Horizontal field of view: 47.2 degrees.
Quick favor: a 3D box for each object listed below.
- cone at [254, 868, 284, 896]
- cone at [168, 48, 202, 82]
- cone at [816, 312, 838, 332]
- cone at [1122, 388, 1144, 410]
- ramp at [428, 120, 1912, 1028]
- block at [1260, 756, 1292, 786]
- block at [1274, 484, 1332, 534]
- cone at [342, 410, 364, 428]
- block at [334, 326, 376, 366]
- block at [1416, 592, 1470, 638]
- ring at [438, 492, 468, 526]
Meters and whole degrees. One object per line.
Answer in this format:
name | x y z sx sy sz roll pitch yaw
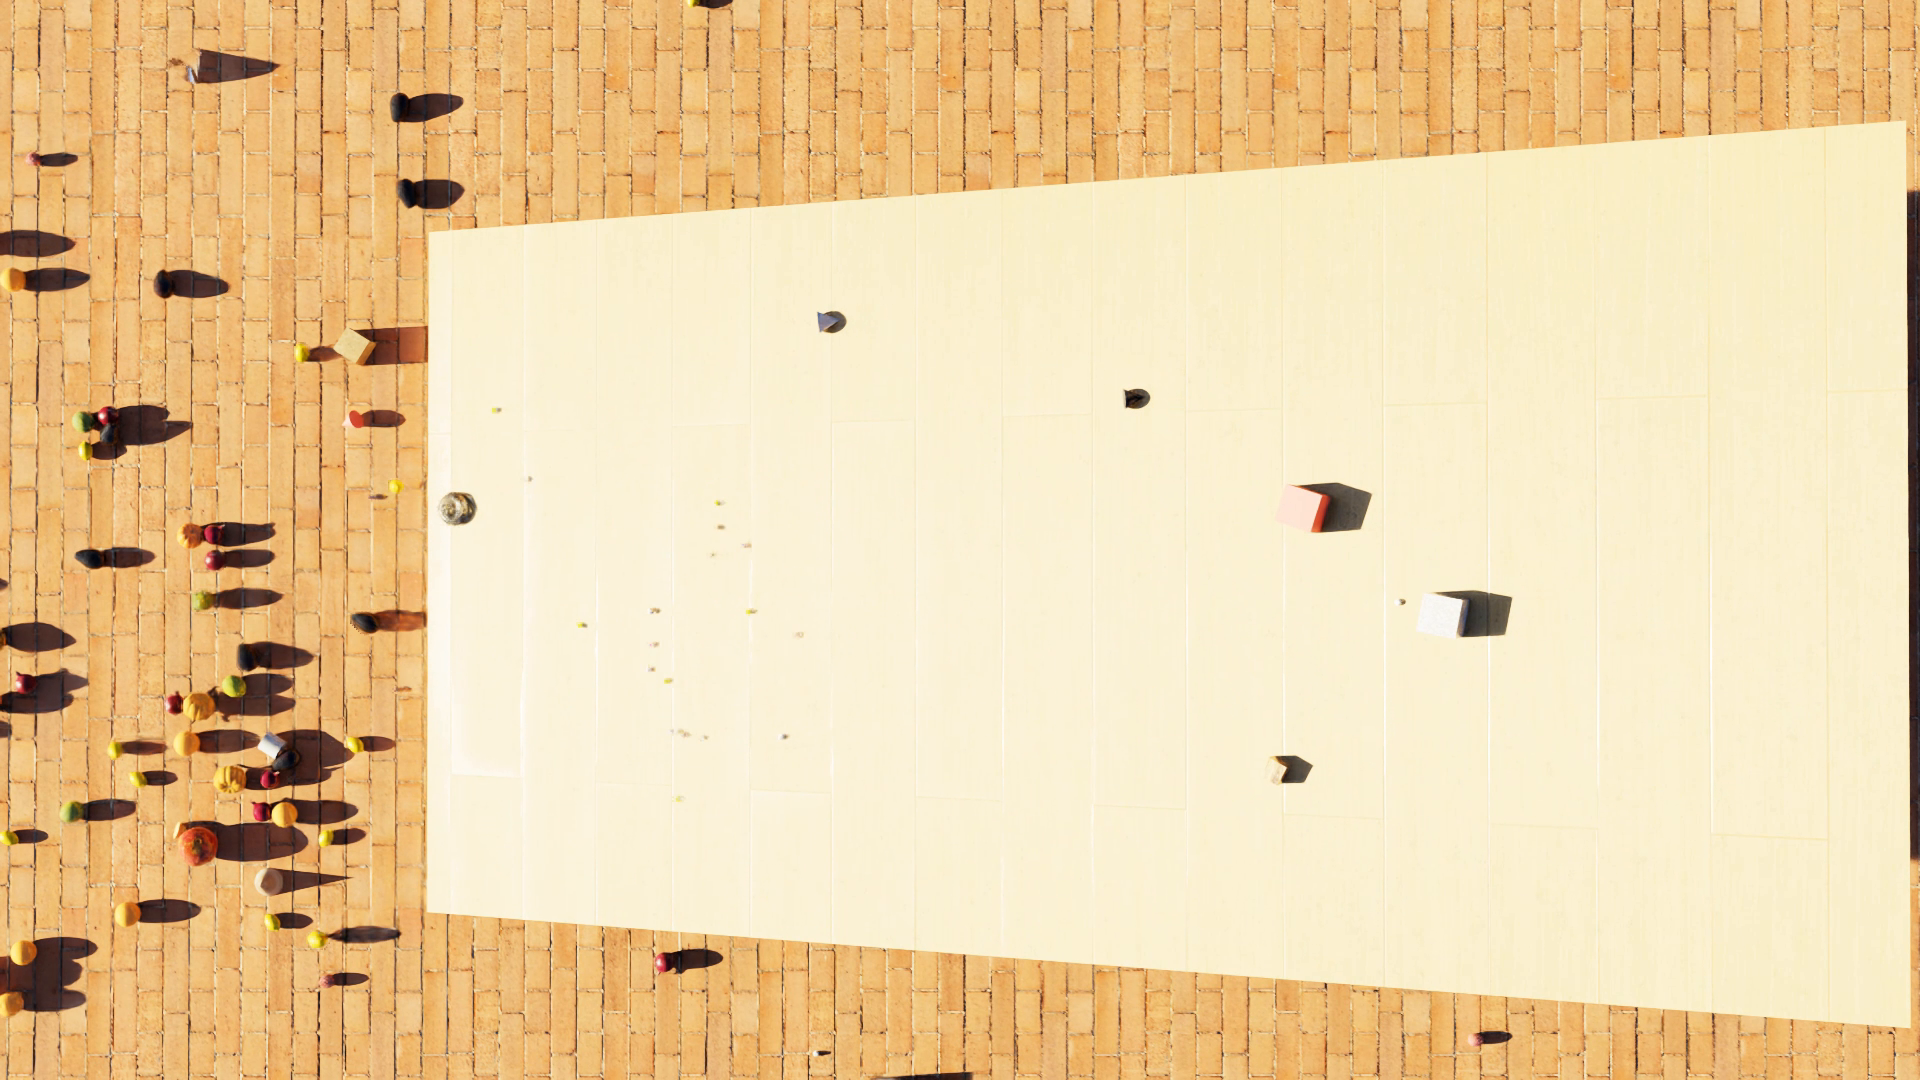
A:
cone | -2.058 1.018 6.508 0.087 0.087 0.087 0 89 0
cone | -2.290 -1.433 6.559 0.096 0.096 0.096 27 63 0
cone | -0.352 -0.590 5.925 0.062 0.062 0.062 -7 89 -3
cone | 0.442 -0.359 5.572 0.053 0.053 0.053 -5 89 -3
ramp | 0.283 0.083 5.705 4.000 0.100 2.000 0 89 24
block | 0.774 0.566 5.398 0.051 0.051 0.051 30 101 21
block | 0.835 -0.076 5.355 0.094 0.094 0.094 20 97 23
cone | -1.821 -0.350 6.555 0.058 0.058 0.058 -19 89 26
block | -1.797 -0.574 6.531 0.079 0.079 0.079 32 89 0
block | 1.146 0.179 5.215 0.093 0.093 0.093 11 94 24
ring | -1.480 -0.091 6.418 0.098 0.033 0.098 0 91 24
